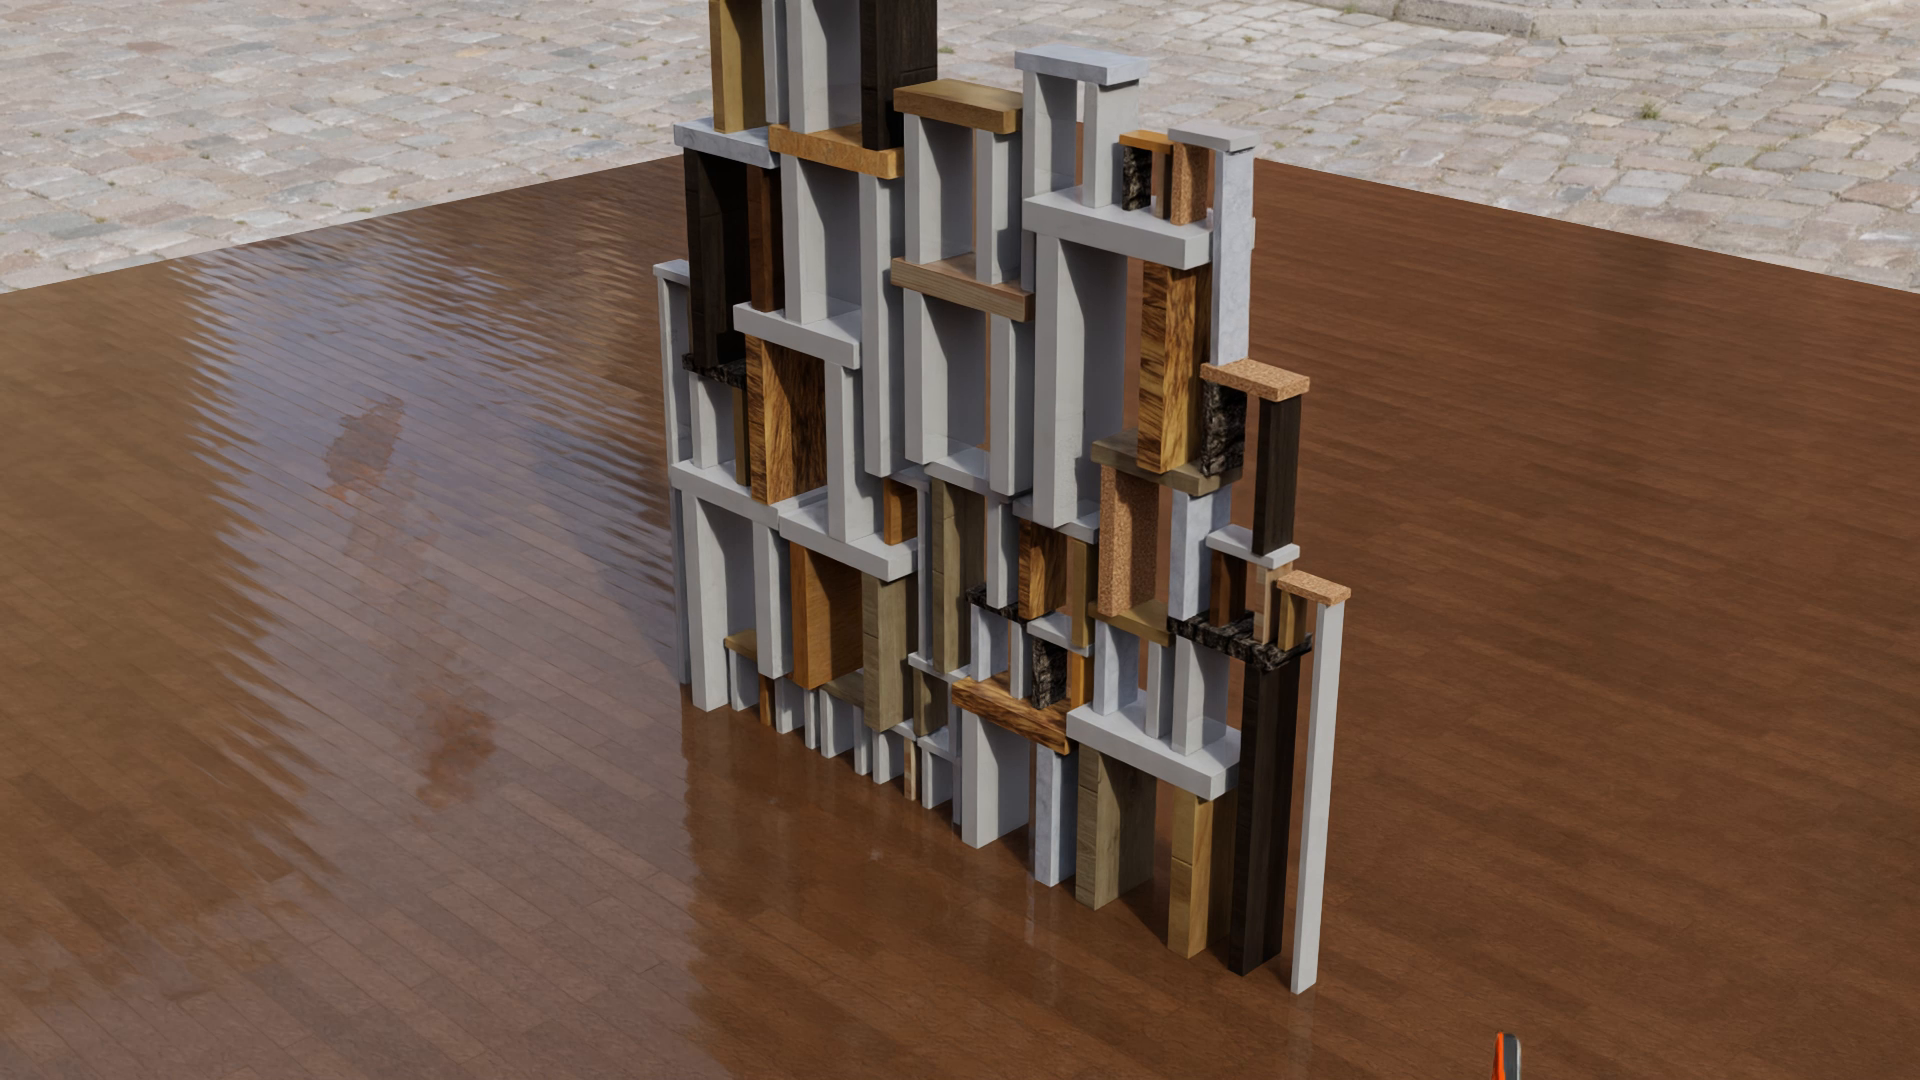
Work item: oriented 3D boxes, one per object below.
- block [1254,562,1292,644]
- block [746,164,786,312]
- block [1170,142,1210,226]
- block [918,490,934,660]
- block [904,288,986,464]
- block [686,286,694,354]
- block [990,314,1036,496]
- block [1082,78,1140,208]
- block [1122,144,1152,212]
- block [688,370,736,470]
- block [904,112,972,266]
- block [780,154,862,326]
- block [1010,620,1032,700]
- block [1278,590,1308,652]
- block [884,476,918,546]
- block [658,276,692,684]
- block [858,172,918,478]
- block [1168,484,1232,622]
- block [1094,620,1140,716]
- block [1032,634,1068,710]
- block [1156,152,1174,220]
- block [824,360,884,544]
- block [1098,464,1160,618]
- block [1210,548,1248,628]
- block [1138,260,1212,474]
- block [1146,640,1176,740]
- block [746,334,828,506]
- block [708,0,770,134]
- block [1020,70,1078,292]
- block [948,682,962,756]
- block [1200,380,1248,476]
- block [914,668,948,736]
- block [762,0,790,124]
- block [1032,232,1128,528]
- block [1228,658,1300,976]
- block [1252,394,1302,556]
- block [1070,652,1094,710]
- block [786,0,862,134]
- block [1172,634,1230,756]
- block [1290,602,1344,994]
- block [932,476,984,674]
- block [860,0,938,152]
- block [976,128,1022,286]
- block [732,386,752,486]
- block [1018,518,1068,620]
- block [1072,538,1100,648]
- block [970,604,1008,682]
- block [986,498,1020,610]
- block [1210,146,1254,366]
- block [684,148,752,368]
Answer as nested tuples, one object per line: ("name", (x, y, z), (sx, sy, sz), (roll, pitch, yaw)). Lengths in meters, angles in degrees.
("block", (0.525, 0.098, 3.692), (0.071, 0.142, 0.020), (-21, 31, -40))
("block", (-0.346, -0.608, 4.338), (0.146, 0.292, 0.041), (-21, 31, -41))
("block", (0.374, -0.583, 3.565), (0.068, 0.136, 0.019), (-22, 31, -41))
("block", (-0.049, 0.060, 4.307), (0.072, 0.360, 0.020), (-21, 31, -40))
("block", (-0.028, -0.324, 4.121), (0.047, 0.334, 0.167), (21, 31, 41))
("block", (-0.535, -0.469, 4.611), (0.073, 0.146, 0.021), (-21, 31, -41))
("block", (0.130, -0.262, 3.976), (0.047, 0.334, 0.167), (21, 31, 41))
("block", (0.251, -0.666, 3.668), (0.104, 0.208, 0.029), (-21, 31, -40))
("block", (0.295, -0.606, 3.652), (0.054, 0.109, 0.015), (-21, 31, -40))
("block", (-0.520, -0.267, 4.674), (0.030, 0.214, 0.107), (21, 31, 40))
("block", (-0.038, -0.646, 3.984), (0.136, 0.272, 0.039), (-21, 31, -41))
("block", (-0.265, -0.597, 4.264), (0.165, 0.330, 0.047), (-21, 31, -41))
("block", (0.133, 0.216, 4.180), (0.080, 0.160, 0.023), (-21, 31, -41))
("block", (0.556, 0.126, 3.668), (0.054, 0.109, 0.015), (-21, 32, -40))
("block", (-0.117, -0.066, 4.327), (0.072, 0.143, 0.020), (-21, 31, -40))
("block", (-0.604, -0.124, 4.832), (0.021, 0.953, 0.073), (21, 31, 41))
("block", (-0.110, -0.418, 4.171), (0.165, 0.586, 0.047), (-21, 31, -40))
("block", (0.413, 0.010, 3.780), (0.034, 0.238, 0.119), (21, 31, 40))
("block", (0.286, 0.219, 4.013), (0.094, 0.188, 0.027), (-21, 31, -41))
("block", (0.169, 0.238, 4.141), (0.021, 0.150, 0.075), (21, 31, 41))
("block", (0.346, -0.585, 3.605), (0.054, 0.109, 0.015), (-21, 31, -40))
("block", (-0.180, -0.194, 4.339), (0.178, 0.369, 0.050), (-21, 31, -40))
("block", (0.299, -0.013, 3.890), (0.034, 0.282, 0.119), (21, 31, 40))
("block", (0.459, 0.072, 3.754), (0.071, 0.142, 0.020), (-21, 31, -40))
("block", (0.379, -0.307, 3.677), (0.051, 0.358, 0.179), (21, 31, 41))
("block", (0.375, 0.253, 3.931), (0.094, 0.188, 0.027), (-21, 31, -41))
("block", (-0.347, -0.266, 4.490), (0.050, 0.355, 0.178), (21, 31, 40))
("block", (-0.428, -0.944, 4.288), (0.034, 0.283, 0.120), (21, 31, 40))
("block", (0.153, -0.624, 3.792), (0.029, 0.382, 0.104), (21, 31, 41))
("block", (0.011, 0.344, 4.353), (0.021, 0.158, 0.075), (21, 31, 41))
("block", (0.439, -0.193, 3.656), (0.081, 0.163, 0.023), (-17, 28, -37))
("block", (-0.059, 0.313, 4.417), (0.021, 0.149, 0.075), (21, 31, 41))
("block", (-0.316, -0.920, 4.177), (0.120, 0.239, 0.034), (-21, 31, -40))
("block", (0.211, -0.295, 3.865), (0.179, 0.528, 0.051), (-21, 31, -40))
("block", (0.532, 0.477, 3.851), (0.032, 0.614, 0.113), (21, 31, 41))
("block", (0.520, -0.113, 3.608), (0.023, 0.272, 0.081), (21, 31, 40))
("block", (0.240, 0.266, 4.076), (0.075, 0.150, 0.021), (-21, 31, -41))
("block", (-0.251, -0.921, 4.100), (0.150, 0.301, 0.043), (-21, 31, -41))
("block", (0.426, 0.256, 3.874), (0.113, 0.227, 0.032), (-21, 31, -41))
("block", (0.608, 0.444, 3.748), (0.015, 0.755, 0.054), (21, 31, 41))
("block", (-0.003, 0.056, 4.254), (0.110, 0.408, 0.031), (-21, 31, -41))
("block", (-0.109, -0.866, 3.970), (0.150, 0.301, 0.043), (-21, 31, -41))
("block", (0.090, -0.596, 3.866), (0.136, 0.272, 0.039), (-21, 31, -41))
("block", (-0.419, -0.228, 4.582), (0.030, 0.214, 0.107), (21, 31, 40))
("block", (0.154, 0.040, 4.079), (0.099, 0.199, 0.028), (-21, 31, -40))
("block", (0.249, 0.082, 3.994), (0.028, 0.210, 0.099), (21, 31, 40))
("block", (0.057, 0.187, 4.250), (0.080, 0.160, 0.023), (-21, 31, -41))
("block", (0.100, 0.010, 4.123), (0.110, 0.220, 0.031), (-21, 31, -40))
("block", (0.439, -0.458, 3.547), (0.068, 0.359, 0.019), (-20, 30, -33))
("block", (-0.484, -0.587, 4.496), (0.146, 0.454, 0.041), (-21, 31, -40))
